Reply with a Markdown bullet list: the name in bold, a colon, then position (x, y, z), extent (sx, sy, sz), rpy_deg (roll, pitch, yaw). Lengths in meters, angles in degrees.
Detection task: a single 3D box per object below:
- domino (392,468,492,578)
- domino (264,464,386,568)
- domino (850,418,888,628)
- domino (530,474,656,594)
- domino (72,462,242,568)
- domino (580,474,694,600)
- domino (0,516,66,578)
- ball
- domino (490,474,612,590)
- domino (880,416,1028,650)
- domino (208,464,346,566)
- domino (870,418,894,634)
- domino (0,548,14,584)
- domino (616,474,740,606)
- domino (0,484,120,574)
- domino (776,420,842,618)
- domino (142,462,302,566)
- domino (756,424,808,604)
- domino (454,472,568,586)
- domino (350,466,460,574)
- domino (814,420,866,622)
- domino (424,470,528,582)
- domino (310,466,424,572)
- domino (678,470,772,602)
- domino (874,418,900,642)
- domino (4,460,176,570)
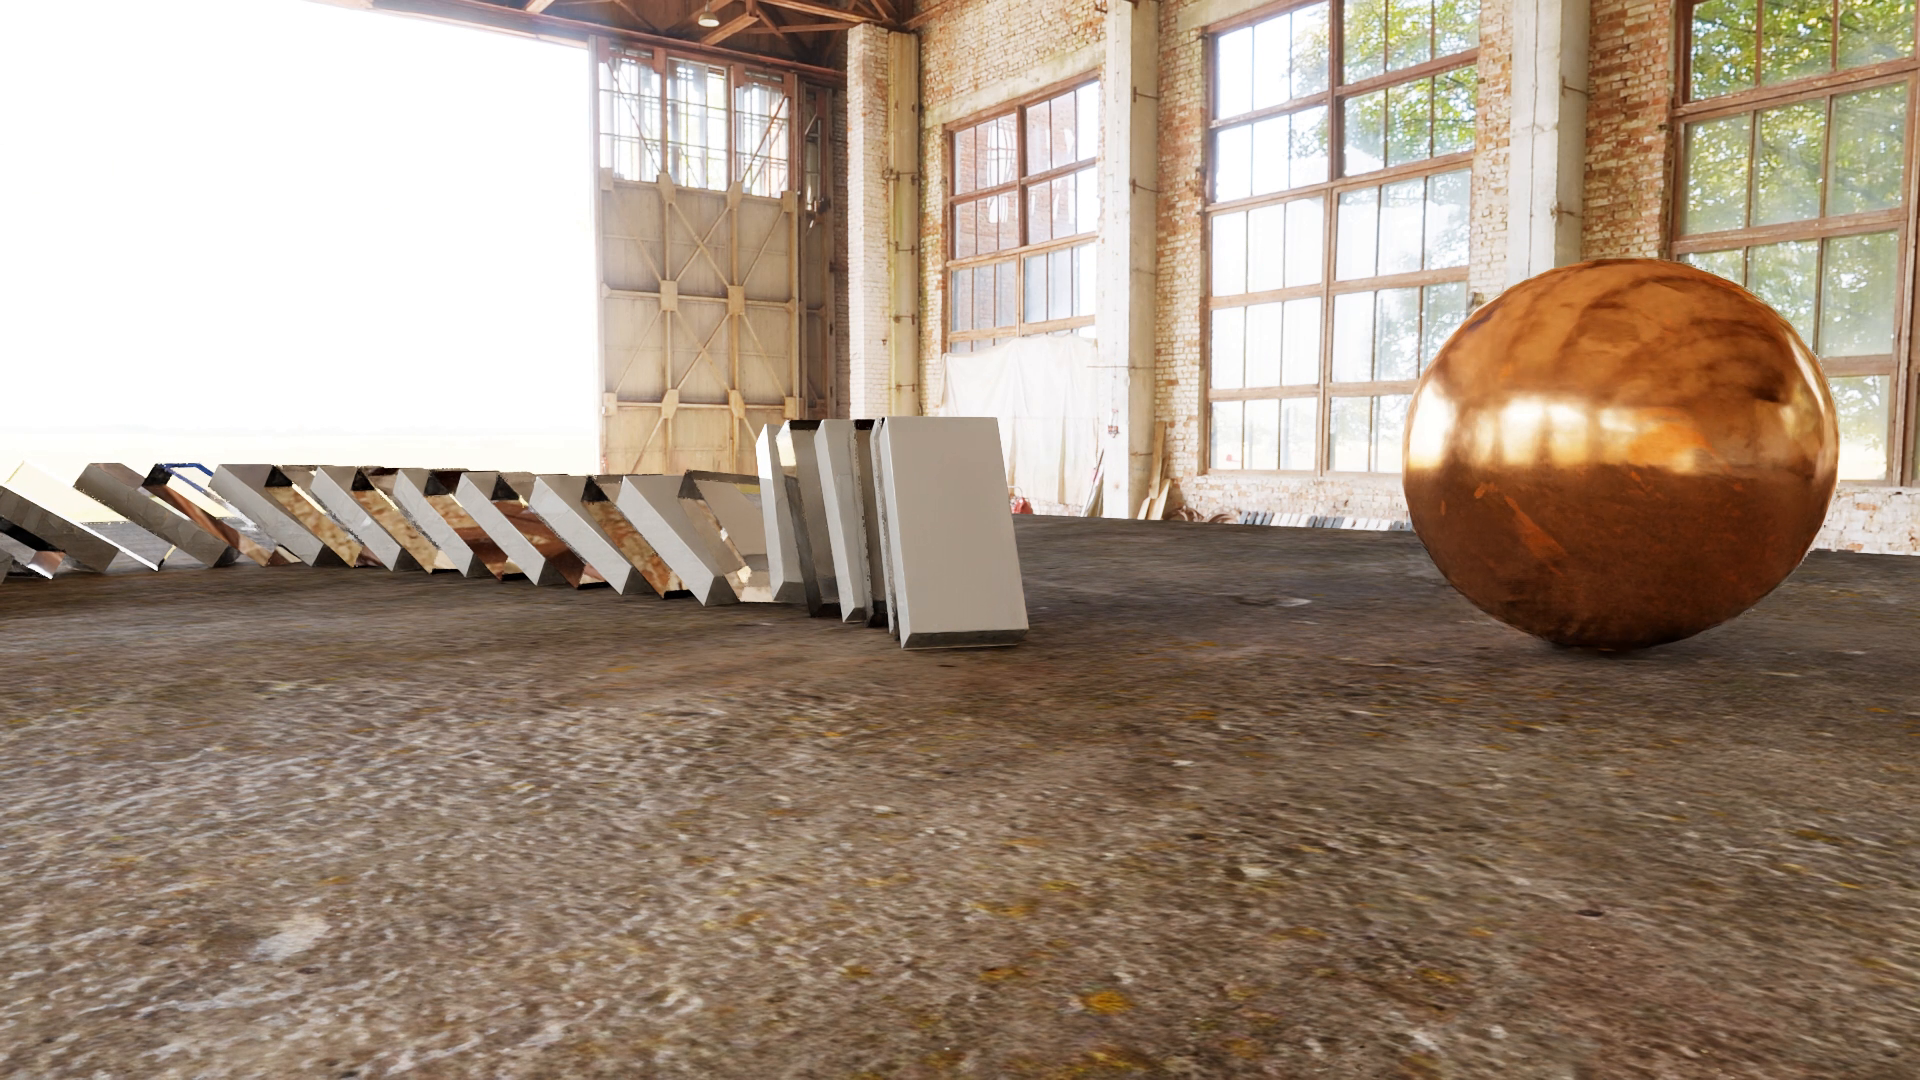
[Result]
- **domino**: position (-0.165, -0.007, 0.429), extent (0.050, 0.010, 0.025), rpy_deg (39, 26, 29)
- **domino**: position (-0.218, -0.009, 0.453), extent (0.050, 0.009, 0.025), rpy_deg (36, 16, 18)
- **domino**: position (-0.011, -0.005, 0.306), extent (0.025, 0.050, 0.010), rpy_deg (-1, -24, -14)
- **domino**: position (-0.103, -0.003, 0.382), extent (0.050, 0.010, 0.025), rpy_deg (38, 25, 30)
- **domino**: position (-0.276, -0.009, 0.446), extent (0.050, 0.009, 0.025), rpy_deg (35, -4, -13)
- **domino**: position (-0.086, -0.002, 0.371), extent (0.025, 0.010, 0.050), rpy_deg (-4, 36, -46)
- **domino**: position (-0.306, -0.005, 0.392), extent (0.025, 0.010, 0.050), rpy_deg (2, -29, 21)
- **ball**: position (0.133, -0.017, 0.264), extent (0.080, 0.080, 0.080), rpy_deg (0, 4, 0)
- **domino**: position (-0.119, -0.003, 0.394), extent (0.050, 0.010, 0.025), rpy_deg (38, 25, 30)
- **domino**: position (-0.002, -0.002, 0.275), extent (0.025, 0.050, 0.010), rpy_deg (-1, -24, -14)
- **domino**: position (-0.238, -0.009, 0.456), extent (0.050, 0.009, 0.025), rpy_deg (35, 10, 9)
- **domino**: position (-0.006, -0.004, 0.296), extent (0.025, 0.050, 0.010), rpy_deg (-1, -24, -14)
- **domino**: position (-0.305, -0.003, 0.371), extent (0.025, 0.009, 0.050), rpy_deg (1, -28, 8)
- **domino**: position (-0.072, -0.001, 0.358), extent (0.025, 0.009, 0.050), rpy_deg (-4, 36, -45)
- **domino**: position (-0.301, -0.006, 0.412), extent (0.025, 0.010, 0.050), rpy_deg (3, -29, 37)
- **domino**: position (-0.029, -0.006, 0.324), extent (0.025, 0.050, 0.010), rpy_deg (-2, -23, -27)
- **domino**: position (-0.258, -0.009, 0.453), extent (0.050, 0.010, 0.025), rpy_deg (34, 4, -2)
- **domino**: position (-0.038, -0.007, 0.337), extent (0.025, 0.050, 0.010), rpy_deg (6, -37, -25)
- **domino**: position (-0.135, -0.005, 0.405), extent (0.050, 0.010, 0.025), rpy_deg (38, 25, 29)
- **domino**: position (-0.182, -0.007, 0.438), extent (0.050, 0.009, 0.025), rpy_deg (38, 22, 24)
- **domino**: position (-0.019, -0.005, 0.316), extent (0.025, 0.050, 0.010), rpy_deg (-2, -24, -23)
- **domino**: position (-0.150, -0.006, 0.417), extent (0.050, 0.010, 0.025), rpy_deg (39, 25, 29)
- **domino**: position (-0.200, -0.008, 0.447), extent (0.050, 0.010, 0.025), rpy_deg (38, 21, 22)
- **domino**: position (-0.056, -0.001, 0.350), extent (0.025, 0.010, 0.050), rpy_deg (4, 31, -37)
- **domino**: position (-0.004, -0.003, 0.286), extent (0.025, 0.050, 0.009), rpy_deg (-1, -24, -14)
- **domino**: position (-0.292, -0.008, 0.432), extent (0.050, 0.010, 0.025), rpy_deg (39, -17, -28)
